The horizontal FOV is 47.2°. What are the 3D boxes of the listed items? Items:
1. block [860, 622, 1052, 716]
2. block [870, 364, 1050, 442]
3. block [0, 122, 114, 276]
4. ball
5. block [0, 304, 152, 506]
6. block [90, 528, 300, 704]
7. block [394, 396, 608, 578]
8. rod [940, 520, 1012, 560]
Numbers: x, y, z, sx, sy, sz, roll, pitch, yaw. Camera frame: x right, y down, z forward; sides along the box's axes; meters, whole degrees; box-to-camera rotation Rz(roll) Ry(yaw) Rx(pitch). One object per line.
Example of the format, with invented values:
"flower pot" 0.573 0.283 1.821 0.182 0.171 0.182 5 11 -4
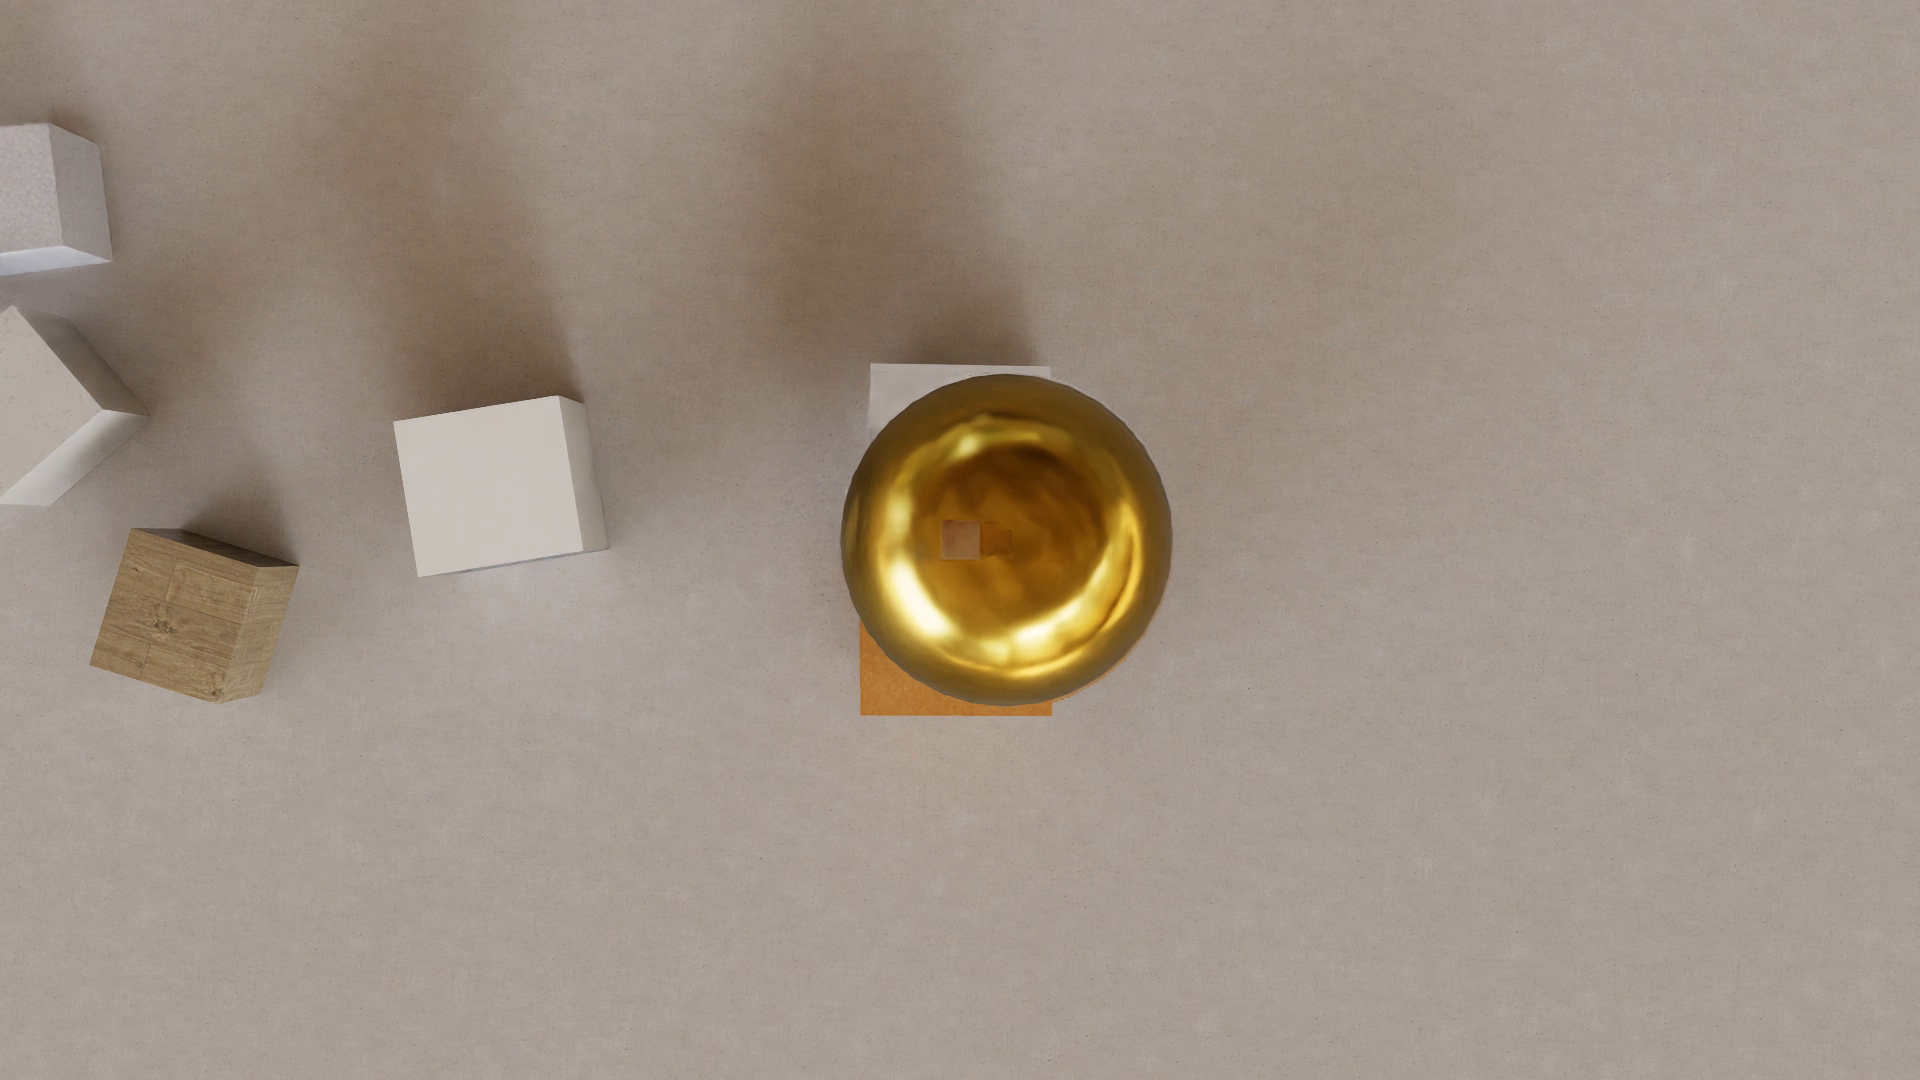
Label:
"block" -0.019 0.498 12.565 1.058 0.869 0.944 0 90 0
"block" -0.006 -0.474 12.561 0.990 0.878 0.982 1 90 0
"block" -5.412 -1.946 12.641 0.730 0.718 0.696 -7 90 0
"ball" 0.222 0.000 10.556 1.600 1.600 1.600 0 90 0
"block" -5.329 -0.758 12.619 0.805 0.762 0.772 -41 90 0
"block" -4.373 0.424 12.617 0.743 0.765 0.798 17 90 0
"block" -2.601 -0.297 12.562 0.922 0.877 0.869 -9 90 0
"rod" 0.096 0.000 7.158 0.080 5.200 0.080 0 90 2
